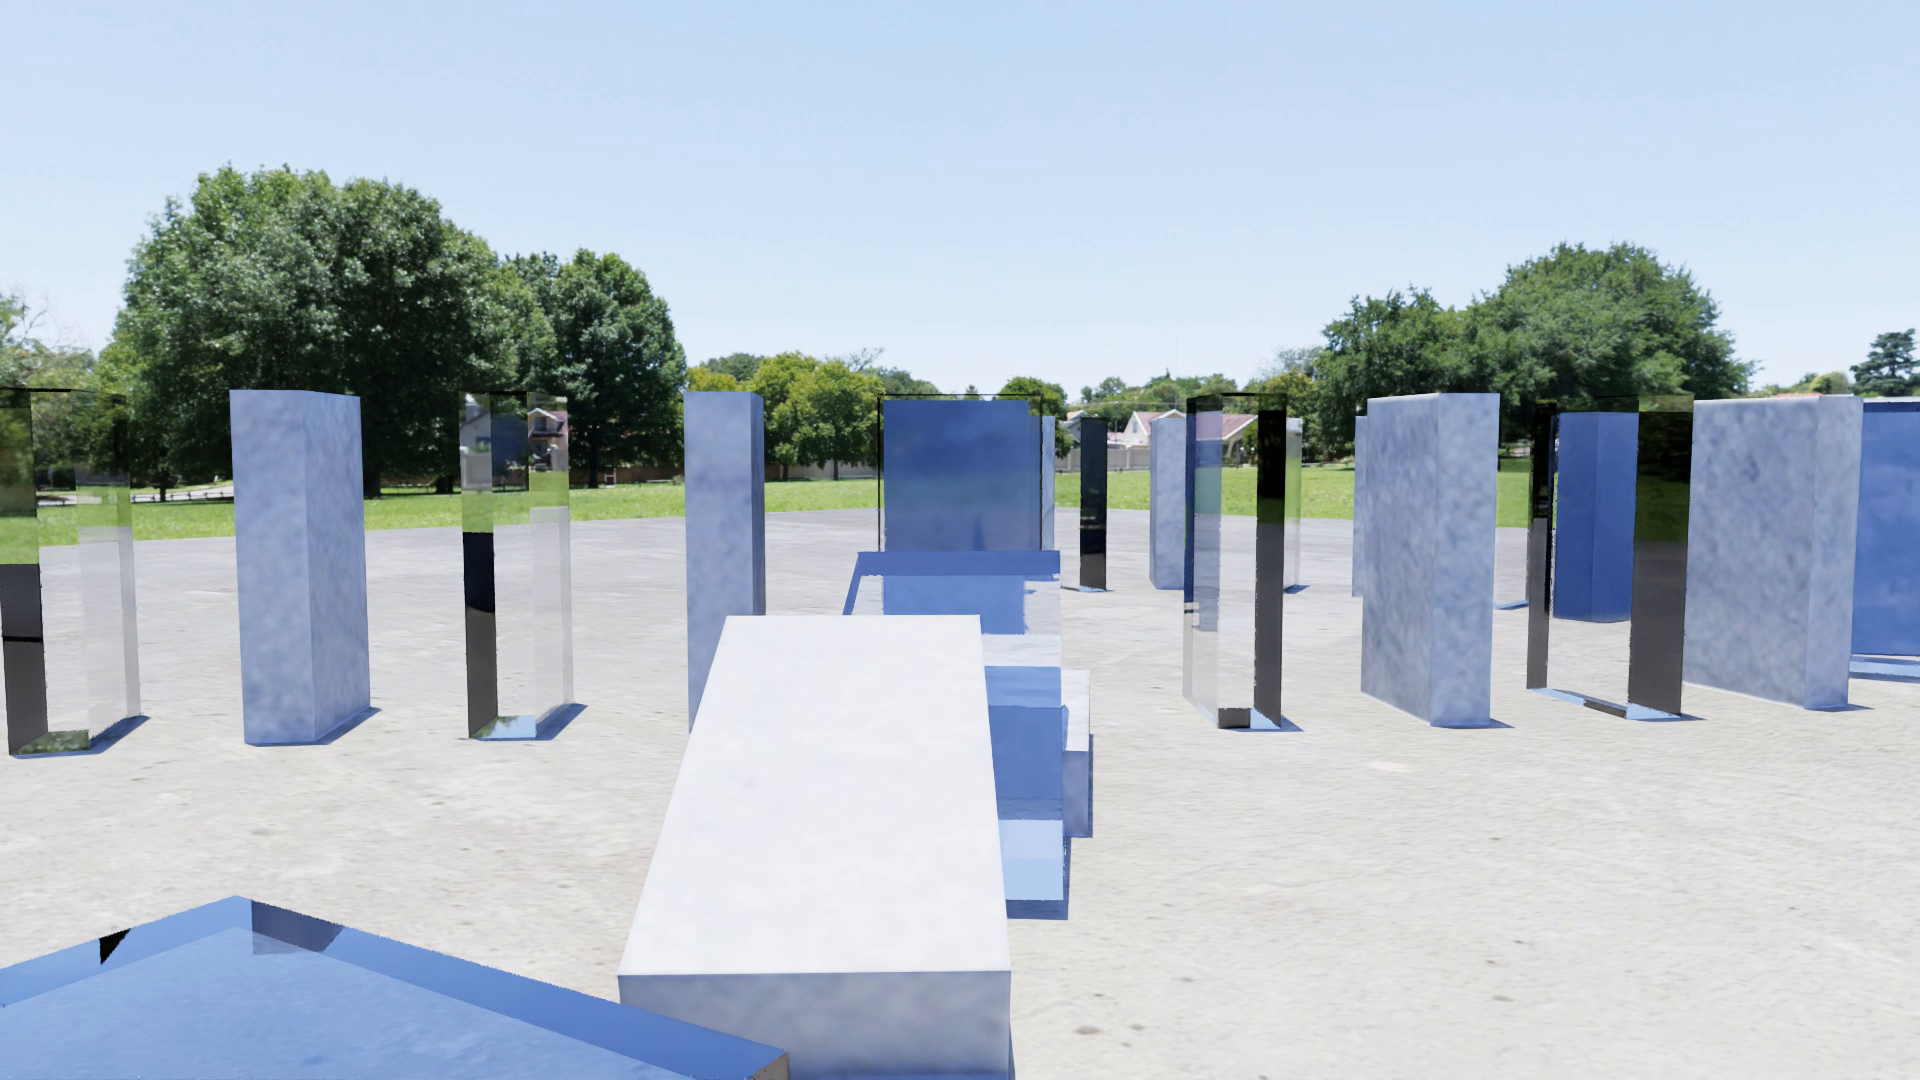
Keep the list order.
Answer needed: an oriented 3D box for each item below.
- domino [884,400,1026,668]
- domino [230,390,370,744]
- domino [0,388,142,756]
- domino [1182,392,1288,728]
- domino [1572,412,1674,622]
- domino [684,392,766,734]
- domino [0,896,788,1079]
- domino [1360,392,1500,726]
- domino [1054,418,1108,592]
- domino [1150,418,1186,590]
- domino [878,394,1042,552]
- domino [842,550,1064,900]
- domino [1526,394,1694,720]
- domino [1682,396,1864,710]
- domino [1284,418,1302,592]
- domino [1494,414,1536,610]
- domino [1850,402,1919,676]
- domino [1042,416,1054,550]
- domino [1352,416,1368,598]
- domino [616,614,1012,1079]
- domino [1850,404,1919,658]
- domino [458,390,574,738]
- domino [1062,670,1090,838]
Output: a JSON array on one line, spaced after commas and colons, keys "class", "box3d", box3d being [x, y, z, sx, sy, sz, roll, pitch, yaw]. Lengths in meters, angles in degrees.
[{"class": "domino", "box3d": [-0.001, 0.000, 0.232, 0.025, 0.050, 0.009, 0, 4, -2]}, {"class": "domino", "box3d": [-0.099, 0.003, 0.194, 0.009, 0.050, 0.025, -1, 4, -8]}, {"class": "domino", "box3d": [-0.130, 0.004, 0.187, 0.009, 0.050, 0.025, -1, 5, -18]}, {"class": "domino", "box3d": [0.043, 0.002, 0.203, 0.010, 0.050, 0.025, 0, 4, -2]}, {"class": "domino", "box3d": [0.163, -0.006, 0.316, 0.025, 0.050, 0.009, -3, 5, -34]}, {"class": "domino", "box3d": [-0.036, 0.003, 0.199, 0.009, 0.050, 0.025, 0, 4, -4]}, {"class": "domino", "box3d": [-0.037, 0.032, 0.071, 0.050, 0.010, 0.025, 2, 5, 29]}, {"class": "domino", "box3d": [0.074, 0.002, 0.205, 0.009, 0.050, 0.025, 0, 4, -6]}, {"class": "domino", "box3d": [0.032, -0.011, 0.380, 0.009, 0.050, 0.025, -2, 5, -30]}, {"class": "domino", "box3d": [0.063, -0.011, 0.386, 0.009, 0.050, 0.025, 0, 4, 4]}, {"class": "domino", "box3d": [0.000, 0.002, 0.201, 0.025, 0.050, 0.009, 0, 4, 0]}, {"class": "domino", "box3d": [-0.002, 0.017, 0.140, 0.025, 0.010, 0.050, 0, 28, 4]}, {"class": "domino", "box3d": [0.105, 0.002, 0.210, 0.010, 0.050, 0.025, -1, 4, -11]}, {"class": "domino", "box3d": [0.136, 0.001, 0.217, 0.010, 0.050, 0.025, -1, 5, -18]}, {"class": "domino", "box3d": [0.093, -0.011, 0.378, 0.010, 0.050, 0.025, 2, 5, 26]}, {"class": "domino", "box3d": [0.144, -0.008, 0.341, 0.025, 0.050, 0.009, -4, 6, -44]}, {"class": "domino", "box3d": [0.172, -0.001, 0.240, 0.025, 0.050, 0.009, 3, -14, 34]}, {"class": "domino", "box3d": [0.013, -0.009, 0.356, 0.025, 0.050, 0.009, 2, 5, 24]}, {"class": "domino", "box3d": [0.120, -0.010, 0.361, 0.009, 0.050, 0.025, 3, 5, 36]}, {"class": "domino", "box3d": [-0.010, 0.022, 0.106, 0.025, 0.010, 0.050, 0, 24, -2]}, {"class": "domino", "box3d": [0.180, -0.002, 0.258, 0.025, 0.050, 0.010, 1, 2, 14]}, {"class": "domino", "box3d": [-0.067, 0.003, 0.197, 0.010, 0.050, 0.025, 0, 4, -4]}, {"class": "domino", "box3d": [0.004, 0.025, 0.165, 0.025, 0.010, 0.050, 0, 4, 6]}]
